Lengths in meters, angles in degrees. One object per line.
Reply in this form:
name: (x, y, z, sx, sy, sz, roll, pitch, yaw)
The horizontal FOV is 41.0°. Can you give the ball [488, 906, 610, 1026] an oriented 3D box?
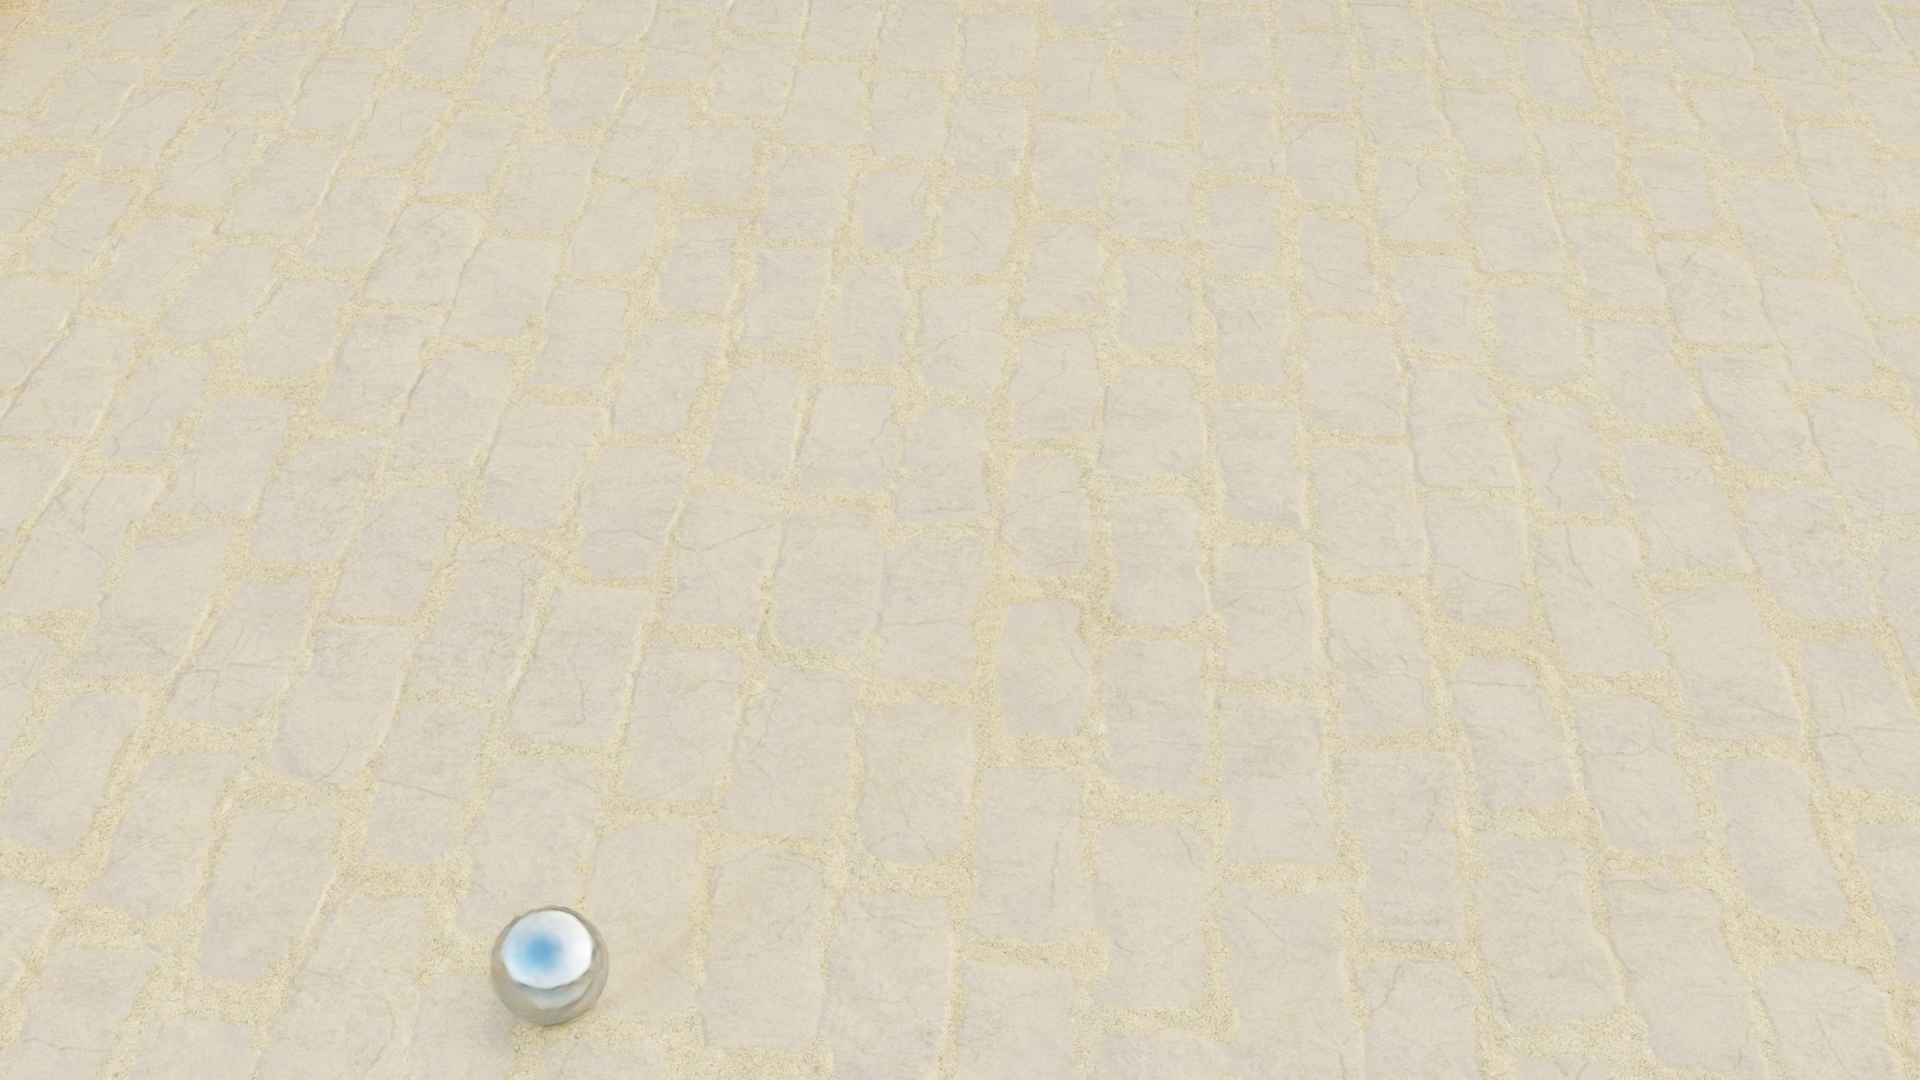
ball: (-0.216, 0.224, 1.350, 0.063, 0.063, 0.063, 0, 36, 0)
